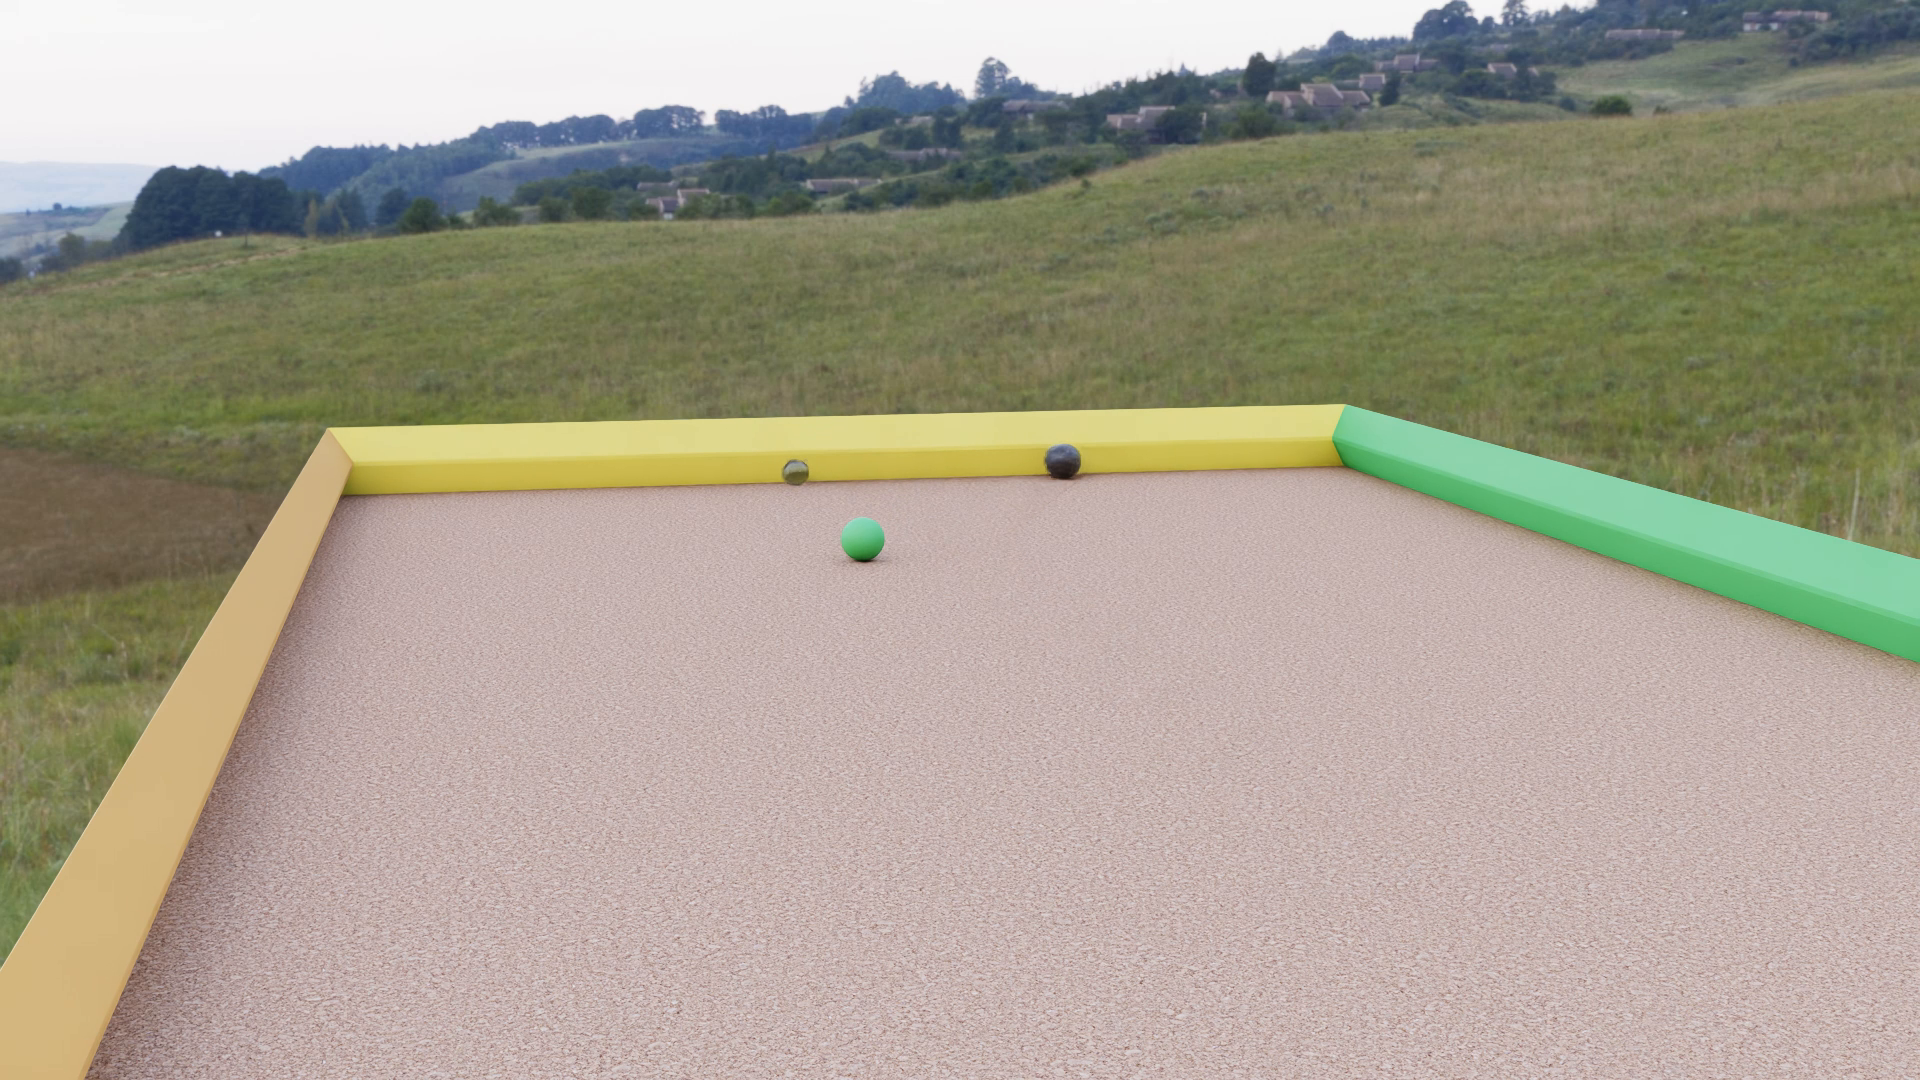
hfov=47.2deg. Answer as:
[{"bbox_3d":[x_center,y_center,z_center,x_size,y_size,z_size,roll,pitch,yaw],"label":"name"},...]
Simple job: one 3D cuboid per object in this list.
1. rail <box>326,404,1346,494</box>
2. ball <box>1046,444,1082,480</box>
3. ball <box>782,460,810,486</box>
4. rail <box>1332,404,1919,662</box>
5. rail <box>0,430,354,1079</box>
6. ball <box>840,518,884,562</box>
[{"bbox_3d":[-0.181,-0.171,4.132,1.942,0.120,0.045,-2,10,-12],"label":"rail"},{"bbox_3d":[0.196,-0.149,4.169,0.068,0.068,0.068,0,10,0],"label":"ball"},{"bbox_3d":[-0.305,-0.125,4.085,0.048,0.048,0.048,0,10,0],"label":"ball"},{"bbox_3d":[1.113,0.081,2.630,0.045,0.120,3.568,-2,10,-12],"label":"rail"},{"bbox_3d":[-0.740,0.147,2.240,0.045,0.120,3.568,-2,10,-12],"label":"rail"},{"bbox_3d":[-0.145,-0.001,3.293,0.066,0.066,0.066,0,10,0],"label":"ball"}]
